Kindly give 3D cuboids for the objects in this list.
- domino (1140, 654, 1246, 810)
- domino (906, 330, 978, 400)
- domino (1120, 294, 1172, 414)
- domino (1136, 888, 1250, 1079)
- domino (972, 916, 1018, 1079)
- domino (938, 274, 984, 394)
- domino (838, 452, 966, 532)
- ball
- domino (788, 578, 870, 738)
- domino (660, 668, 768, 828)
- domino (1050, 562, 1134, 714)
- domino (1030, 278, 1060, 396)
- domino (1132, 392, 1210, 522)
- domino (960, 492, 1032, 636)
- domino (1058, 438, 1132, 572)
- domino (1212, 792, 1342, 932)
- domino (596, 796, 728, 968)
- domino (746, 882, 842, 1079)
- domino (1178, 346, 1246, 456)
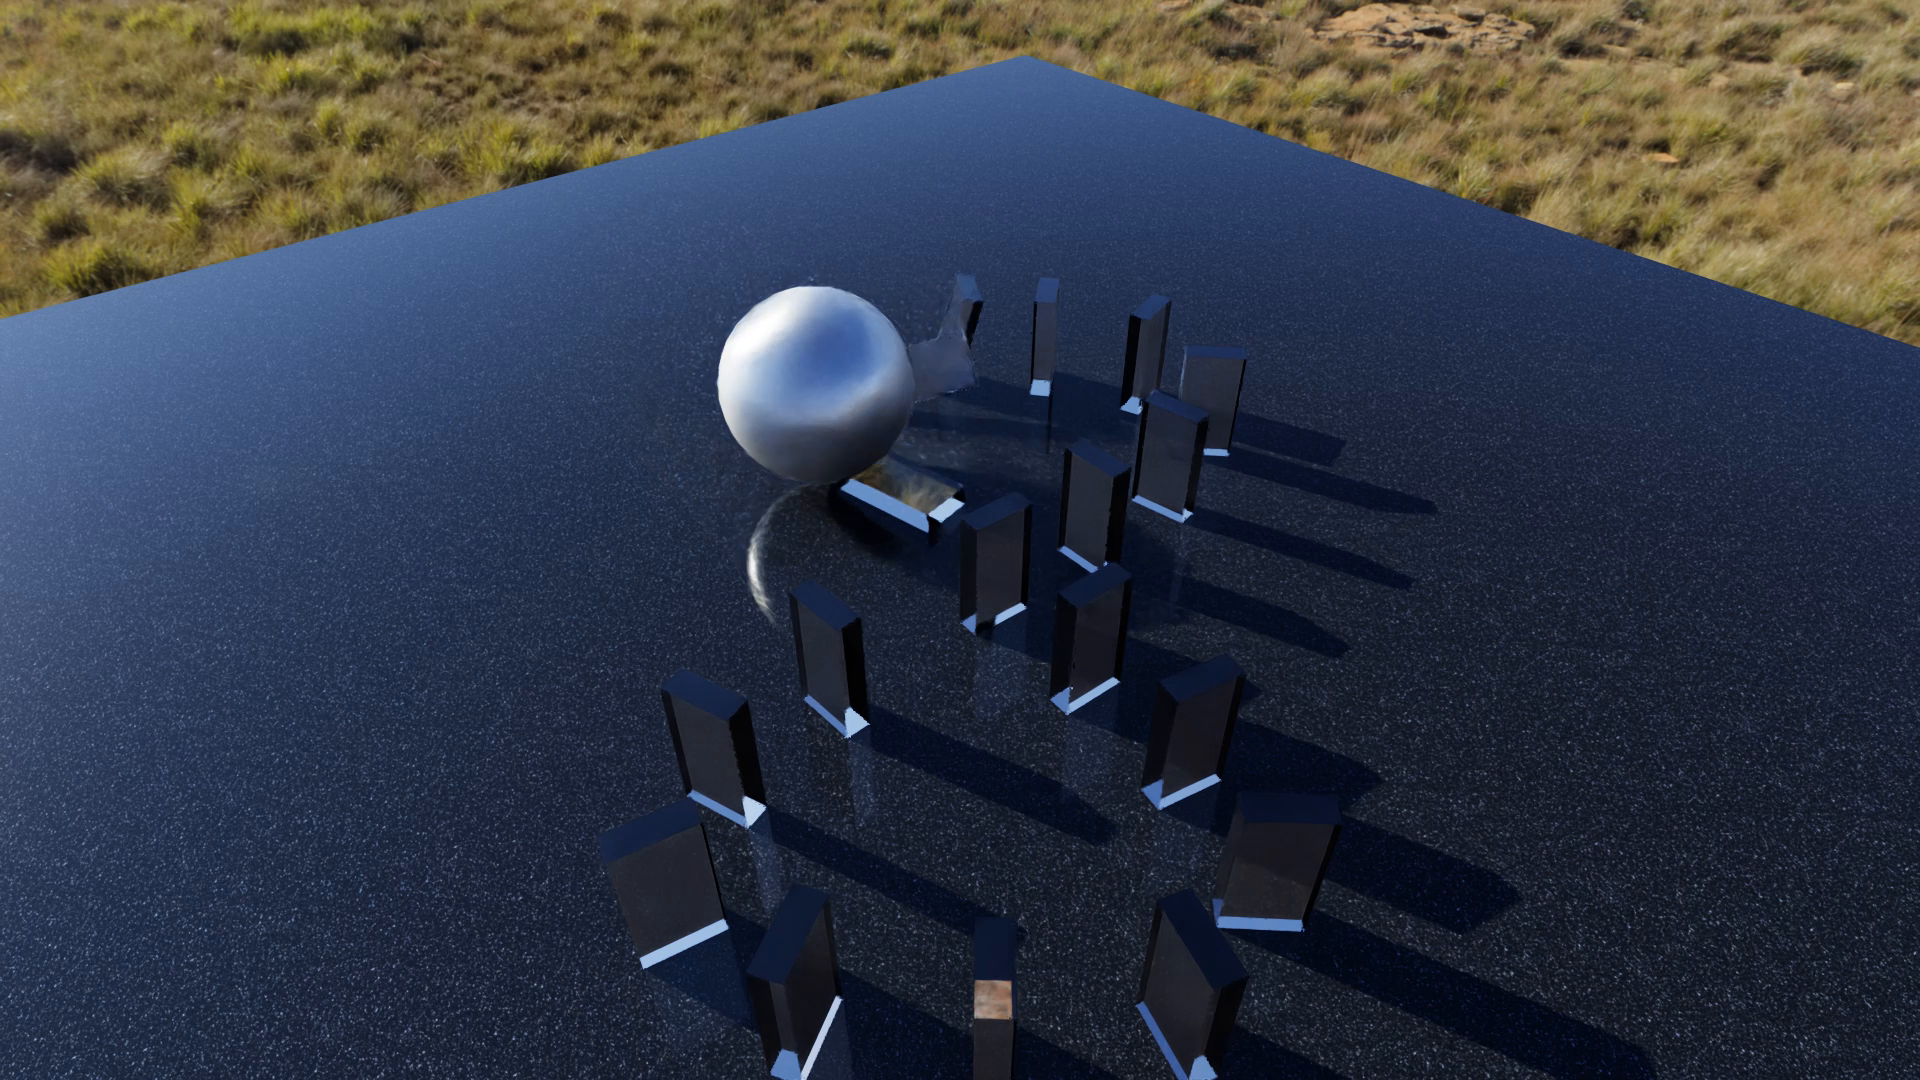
[{"bbox_3d":[0.071,0.060,0.339,0.025,0.050,0.009,-19,43,-21],"label":"domino"},{"bbox_3d":[-0.019,-0.079,0.516,0.050,0.025,0.009,-13,11,10],"label":"domino"},{"bbox_3d":[0.087,-0.087,0.518,0.009,0.050,0.025,22,44,24],"label":"domino"},{"bbox_3d":[0.057,0.113,0.274,0.009,0.050,0.025,-15,42,-17],"label":"domino"},{"bbox_3d":[0.008,0.117,0.268,0.009,0.050,0.025,1,39,1],"label":"domino"},{"bbox_3d":[-0.002,-0.099,0.532,0.009,0.050,0.025,6,37,-17],"label":"domino"},{"bbox_3d":[-0.025,-0.023,0.471,0.050,0.010,0.025,26,46,28],"label":"domino"},{"bbox_3d":[-0.059,-0.064,0.452,0.080,0.080,0.080,0,39,0],"label":"ball"},{"bbox_3d":[-0.043,0.040,0.363,0.009,0.050,0.025,-31,48,-32],"label":"domino"},{"bbox_3d":[-0.074,0.064,0.334,0.025,0.050,0.010,20,44,23],"label":"domino"},{"bbox_3d":[0.044,0.034,0.371,0.025,0.050,0.009,-26,46,-28],"label":"domino"},{"bbox_3d":[0.041,-0.098,0.531,0.010,0.050,0.025,6,40,7],"label":"domino"},{"bbox_3d":[0.086,-0.034,0.453,0.025,0.050,0.010,28,47,30],"label":"domino"},{"bbox_3d":[0.013,0.009,0.400,0.025,0.050,0.010,-26,46,-28],"label":"domino"},{"bbox_3d":[0.051,-0.011,0.425,0.010,0.050,0.025,-29,47,-30],"label":"domino"},{"bbox_3d":[0.086,0.089,0.303,0.025,0.050,0.010,2,39,2],"label":"domino"},{"bbox_3d":[-0.079,0.093,0.297,0.025,0.050,0.009,-20,43,-23],"label":"domino"},{"bbox_3d":[-0.040,0.112,0.275,0.009,0.050,0.025,12,41,15],"label":"domino"},{"bbox_3d":[0.109,-0.061,0.486,0.025,0.050,0.009,4,39,4],"label":"domino"}]
